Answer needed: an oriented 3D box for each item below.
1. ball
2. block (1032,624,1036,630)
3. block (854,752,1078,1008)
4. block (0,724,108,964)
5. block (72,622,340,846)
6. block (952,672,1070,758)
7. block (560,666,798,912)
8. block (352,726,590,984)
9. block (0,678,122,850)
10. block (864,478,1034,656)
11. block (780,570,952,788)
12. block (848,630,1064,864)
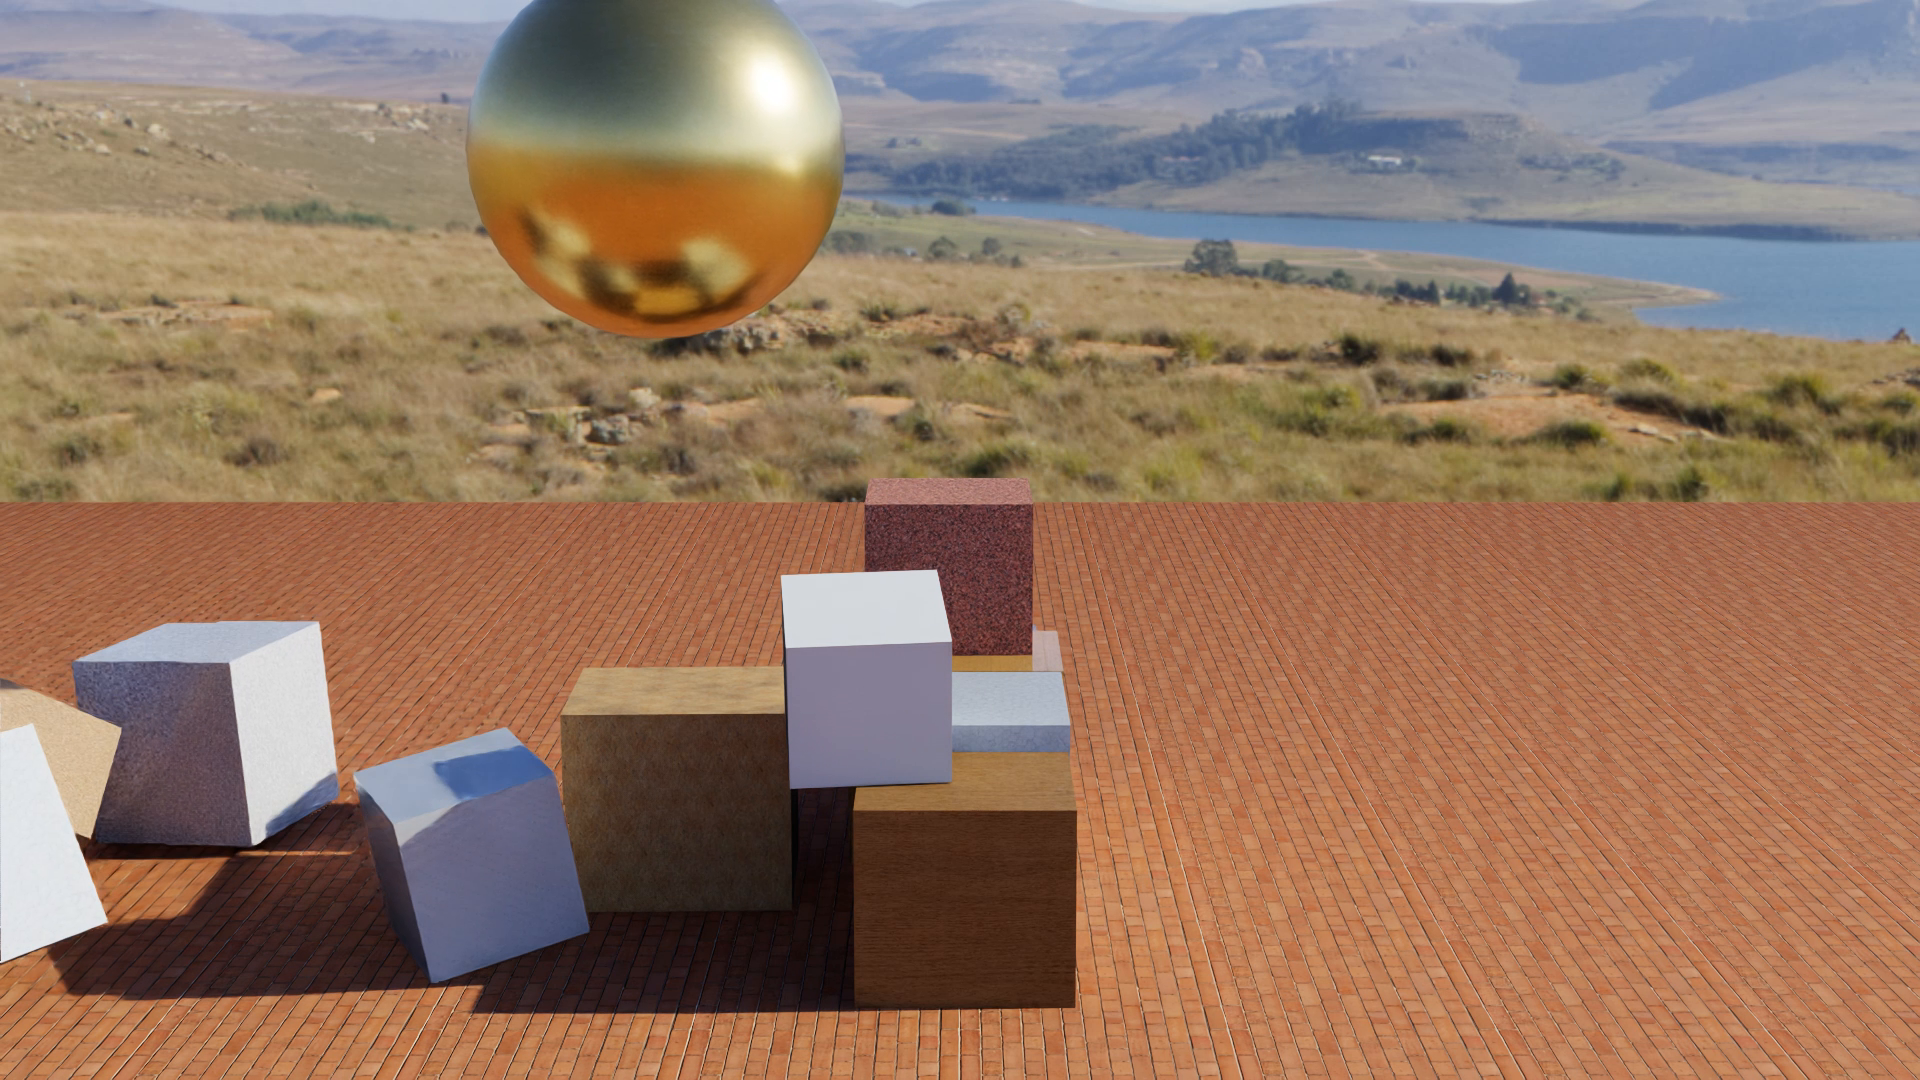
[{"bbox_3d":[-1.283,-1.655,10.879,1.600,1.600,1.600,0,10,0],"label":"ball"},{"bbox_3d":[-0.017,0.868,12.688,0.804,0.752,0.764,0,10,0],"label":"block"},{"bbox_3d":[0.019,1.323,10.108,0.841,0.780,0.838,0,10,0],"label":"block"},{"bbox_3d":[-3.858,1.257,9.702,0.727,0.812,0.696,-22,-2,33],"label":"block"},{"bbox_3d":[-3.520,0.895,12.031,0.825,0.861,0.774,-1,11,17],"label":"block"},{"bbox_3d":[0.014,1.107,10.986,0.870,0.891,0.949,0,10,0],"label":"block"},{"bbox_3d":[-1.205,1.075,11.242,0.958,0.862,0.867,0,10,-2],"label":"block"},{"bbox_3d":[-1.980,1.258,10.364,0.653,0.685,0.731,-16,17,-22],"label":"block"},{"bbox_3d":[-4.020,1.058,10.742,0.688,0.575,0.671,28,31,-24],"label":"block"},{"bbox_3d":[-0.052,0.115,12.008,0.762,0.697,0.762,0,10,0],"label":"block"},{"bbox_3d":[-0.376,0.542,10.165,0.631,0.601,0.698,-2,23,-5],"label":"block"},{"bbox_3d":[-0.019,0.945,11.877,0.960,0.891,0.840,0,10,0],"label":"block"}]
